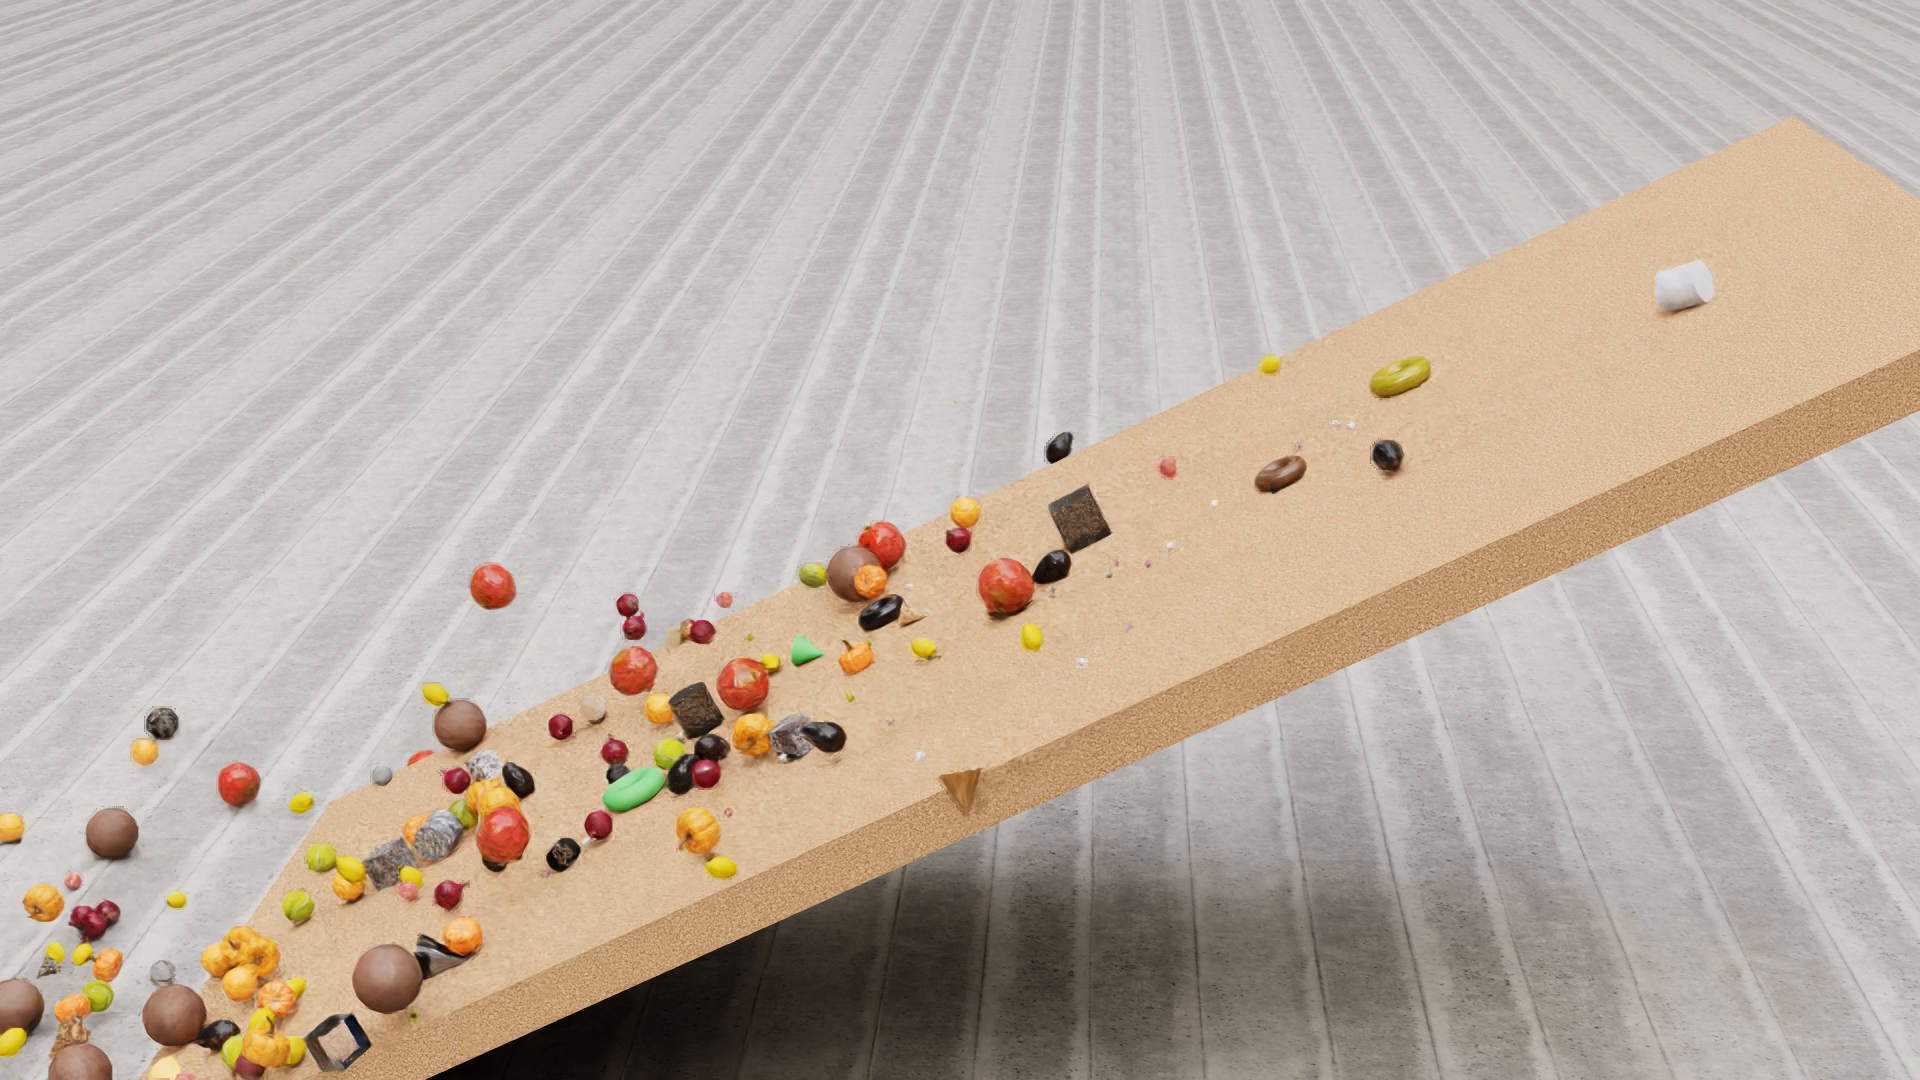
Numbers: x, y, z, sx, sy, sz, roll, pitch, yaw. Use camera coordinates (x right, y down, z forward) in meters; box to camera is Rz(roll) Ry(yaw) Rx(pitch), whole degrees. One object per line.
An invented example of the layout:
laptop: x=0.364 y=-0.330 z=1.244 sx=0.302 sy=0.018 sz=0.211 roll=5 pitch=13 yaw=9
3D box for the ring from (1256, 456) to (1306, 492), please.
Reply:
ring: x=0.665 y=-0.138 z=6.106 sx=0.115 sy=0.038 sz=0.115 roll=-25 pitch=15 yaw=7

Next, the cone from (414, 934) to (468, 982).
cone: x=-1.007 y=0.820 z=5.757 sx=0.095 sy=0.095 sz=0.095 roll=2 pitch=17 yaw=6

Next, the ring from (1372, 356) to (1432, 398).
ring: x=0.951 y=-0.352 z=6.338 sx=0.140 sy=0.047 sz=0.140 roll=-25 pitch=14 yaw=7

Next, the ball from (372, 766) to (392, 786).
ball: x=-1.462 y=0.596 z=7.444 sx=0.051 sy=0.051 sz=0.051 roll=0 pitch=16 yaw=0

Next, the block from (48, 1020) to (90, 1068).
block: x=-1.919 y=1.087 z=6.339 sx=0.062 sy=0.062 sz=0.062 roll=23 pitch=12 yaw=-14

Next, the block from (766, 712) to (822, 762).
block: x=-0.337 y=0.400 z=5.974 sx=0.067 sy=0.067 sz=0.067 roll=-14 pitch=19 yaw=45

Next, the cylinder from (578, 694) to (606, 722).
cylinder: x=-0.873 y=0.400 z=6.992 sx=0.059 sy=0.059 sz=0.059 roll=0 pitch=-10 yaw=0

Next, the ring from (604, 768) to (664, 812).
ring: x=-0.690 y=0.528 z=6.224 sx=0.140 sy=0.047 sz=0.140 roll=-24 pitch=15 yaw=7

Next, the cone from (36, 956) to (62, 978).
cone: x=-2.065 y=0.972 z=6.637 sx=0.050 sy=0.050 sz=0.050 roll=-41 pitch=21 yaw=0

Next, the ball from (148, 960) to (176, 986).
ball: x=-1.820 y=0.988 z=6.704 sx=0.061 sy=0.061 sz=0.061 roll=0 pitch=16 yaw=0

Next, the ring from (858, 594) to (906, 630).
ring: x=-0.176 y=0.163 z=6.608 sx=0.117 sy=0.039 sz=0.117 roll=-27 pitch=14 yaw=7

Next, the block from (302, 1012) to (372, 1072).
block: x=-1.172 y=0.945 z=5.536 sx=0.075 sy=0.075 sz=0.075 roll=-15 pitch=18 yaw=43

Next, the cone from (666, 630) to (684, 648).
cone: x=-0.699 y=0.242 z=7.352 sx=0.051 sy=0.051 sz=0.051 roll=15 pitch=29 yaw=41

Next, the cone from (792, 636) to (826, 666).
cone: x=-0.331 y=0.252 z=6.588 sx=0.070 sy=0.070 sz=0.070 roll=9 pitch=19 yaw=22

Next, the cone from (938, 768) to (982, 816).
cone: x=0.006 y=0.457 z=5.287 sx=0.080 sy=0.080 sz=0.080 roll=-10 pitch=-3 yaw=-1

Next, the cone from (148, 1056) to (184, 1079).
cone: x=-1.564 y=1.083 z=5.869 sx=0.078 sy=0.078 sz=0.078 roll=21 pitch=26 yaw=36

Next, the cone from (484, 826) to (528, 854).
cone: x=-0.966 y=0.656 z=6.297 sx=0.085 sy=0.085 sz=0.085 roll=3 pitch=17 yaw=8

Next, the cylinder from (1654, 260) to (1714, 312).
cylinder: x=1.446 y=-0.507 z=5.873 sx=0.085 sy=0.085 sz=0.085 roll=-15 pitch=3 yaw=41

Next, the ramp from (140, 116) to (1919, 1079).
ramp: x=0.138 y=0.168 z=6.281 sx=4.000 sy=0.100 sz=2.000 roll=-25 pitch=14 yaw=10

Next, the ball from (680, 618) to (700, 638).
ball: x=-0.672 y=0.220 z=7.323 sx=0.051 sy=0.051 sz=0.051 roll=0 pitch=16 yaw=0

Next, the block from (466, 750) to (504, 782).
block: x=-1.133 y=0.538 z=7.017 sx=0.055 sy=0.055 sz=0.055 roll=-37 pitch=17 yaw=-36

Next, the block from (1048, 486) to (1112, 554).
block: x=0.261 y=-0.045 z=6.410 sx=0.099 sy=0.099 sz=0.099 roll=-26 pitch=13 yaw=4

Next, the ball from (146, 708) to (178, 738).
ball: x=-2.241 y=0.514 z=8.267 sx=0.089 sy=0.089 sz=0.089 roll=0 pitch=16 yaw=0

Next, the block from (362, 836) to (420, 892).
block: x=-1.269 y=0.722 z=6.551 sx=0.077 sy=0.077 sz=0.077 roll=-22 pitch=14 yaw=21

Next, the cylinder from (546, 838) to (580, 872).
cylinder: x=-0.811 y=0.643 z=6.015 sx=0.052 sy=0.052 sz=0.052 roll=6 pitch=25 yaw=18

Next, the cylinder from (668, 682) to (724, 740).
cylinder: x=-0.582 y=0.376 z=6.481 sx=0.092 sy=0.092 sz=0.092 roll=-26 pitch=14 yaw=7

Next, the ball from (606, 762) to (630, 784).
ball: x=-0.741 y=0.509 z=6.377 sx=0.052 sy=0.052 sz=0.052 roll=0 pitch=16 yaw=0

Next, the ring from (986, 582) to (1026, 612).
ring: x=0.096 y=0.122 z=6.252 sx=0.093 sy=0.031 sz=0.093 roll=-25 pitch=15 yaw=7
